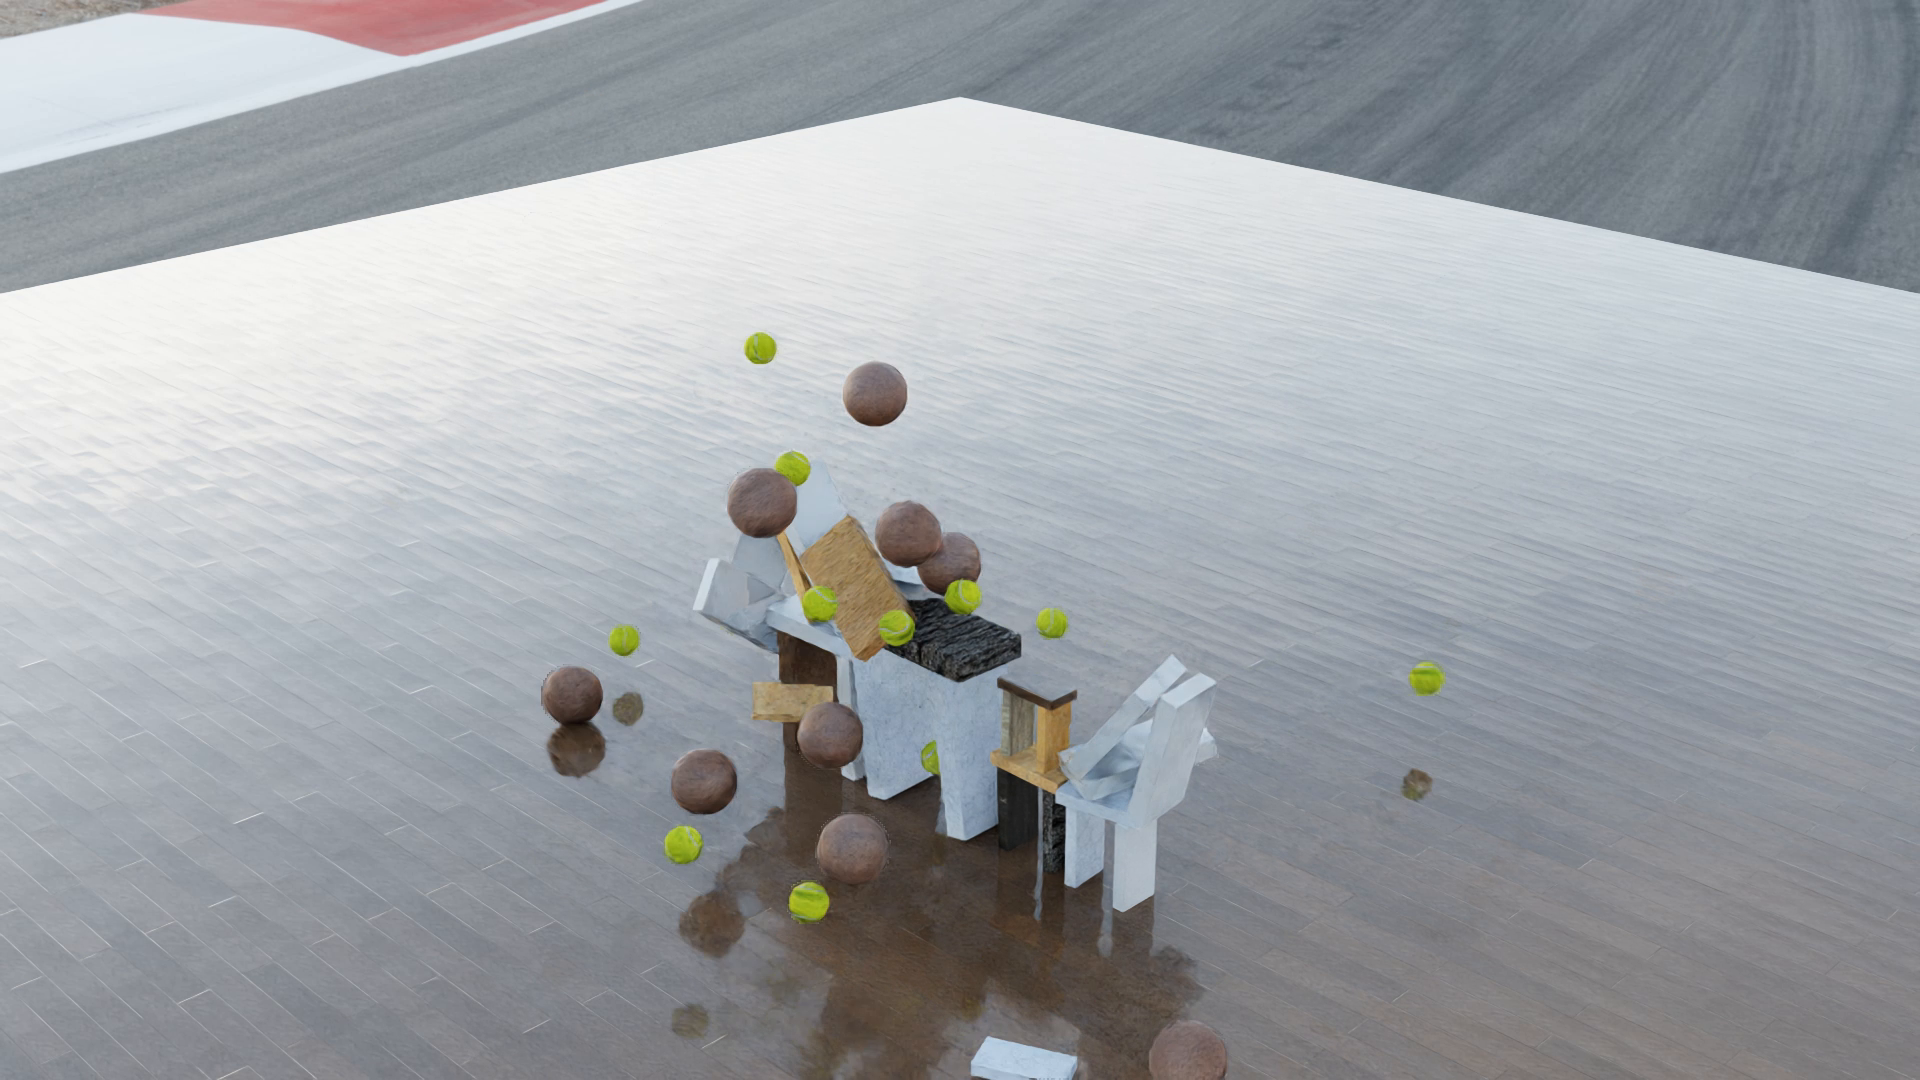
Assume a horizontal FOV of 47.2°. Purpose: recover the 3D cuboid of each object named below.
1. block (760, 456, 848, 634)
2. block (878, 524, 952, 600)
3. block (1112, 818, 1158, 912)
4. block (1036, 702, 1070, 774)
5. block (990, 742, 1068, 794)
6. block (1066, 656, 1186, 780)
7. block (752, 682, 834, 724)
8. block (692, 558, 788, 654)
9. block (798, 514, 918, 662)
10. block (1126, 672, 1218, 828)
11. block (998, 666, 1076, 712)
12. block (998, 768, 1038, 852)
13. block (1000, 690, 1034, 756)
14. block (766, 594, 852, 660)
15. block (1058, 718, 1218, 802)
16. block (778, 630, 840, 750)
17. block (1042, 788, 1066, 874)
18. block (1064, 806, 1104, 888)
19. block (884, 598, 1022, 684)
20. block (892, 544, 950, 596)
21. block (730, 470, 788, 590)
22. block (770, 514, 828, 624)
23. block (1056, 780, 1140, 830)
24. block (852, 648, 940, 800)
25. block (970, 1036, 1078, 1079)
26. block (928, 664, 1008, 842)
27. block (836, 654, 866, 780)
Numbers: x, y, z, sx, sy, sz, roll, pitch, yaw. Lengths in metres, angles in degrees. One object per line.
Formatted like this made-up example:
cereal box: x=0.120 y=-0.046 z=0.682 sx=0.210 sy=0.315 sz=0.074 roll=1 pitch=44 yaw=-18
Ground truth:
block: x=-0.272 y=0.009 z=4.532 sx=0.138 sy=0.348 sz=0.039 roll=-24 pitch=-5 yaw=-38
block: x=-0.096 y=0.045 z=4.576 sx=0.138 sy=0.039 sz=0.275 roll=-3 pitch=26 yaw=-3
block: x=0.328 y=0.598 z=4.119 sx=0.026 sy=0.181 sz=0.090 roll=21 pitch=31 yaw=40
block: x=0.178 y=0.369 z=4.190 sx=0.070 sy=0.140 sz=0.020 roll=-21 pitch=32 yaw=-40
block: x=0.154 y=0.436 z=4.246 sx=0.089 sy=0.025 sz=0.177 roll=-21 pitch=31 yaw=-40
block: x=0.304 y=0.327 z=4.035 sx=0.038 sy=0.269 sz=0.135 roll=44 pitch=46 yaw=7
block: x=-0.336 y=0.328 z=4.424 sx=0.161 sy=0.023 sz=0.081 roll=4 pitch=47 yaw=-8
block: x=-0.451 y=0.141 z=4.648 sx=0.034 sy=0.119 sz=0.238 roll=-3 pitch=-27 yaw=45
block: x=-0.205 y=0.095 z=4.368 sx=0.039 sy=0.138 sz=0.275 roll=34 pitch=19 yaw=-54
block: x=0.384 y=0.382 z=3.997 sx=0.038 sy=0.269 sz=0.135 roll=30 pitch=34 yaw=28
block: x=0.146 y=0.283 z=4.189 sx=0.070 sy=0.020 sz=0.140 roll=-21 pitch=31 yaw=-40
block: x=0.114 y=0.514 z=4.322 sx=0.089 sy=0.177 sz=0.025 roll=-21 pitch=29 yaw=-41
block: x=0.112 y=0.343 z=4.252 sx=0.070 sy=0.140 sz=0.020 roll=-21 pitch=32 yaw=-40
block: x=-0.259 y=0.176 z=4.581 sx=0.277 sy=0.039 sz=0.139 roll=20 pitch=30 yaw=39
block: x=0.335 y=0.405 z=4.160 sx=0.269 sy=0.038 sz=0.135 roll=-18 pitch=27 yaw=-12
block: x=-0.318 y=0.298 z=4.702 sx=0.139 sy=0.277 sz=0.039 roll=-22 pitch=29 yaw=-40
block: x=0.198 y=0.547 z=4.244 sx=0.089 sy=0.177 sz=0.025 roll=-21 pitch=30 yaw=-41
block: x=0.239 y=0.565 z=4.199 sx=0.026 sy=0.181 sz=0.090 roll=18 pitch=29 yaw=36
block: x=-0.060 y=0.183 z=4.383 sx=0.171 sy=0.048 sz=0.341 roll=-20 pitch=30 yaw=-40
block: x=-0.083 y=0.058 z=4.466 sx=0.081 sy=0.023 sz=0.161 roll=10 pitch=29 yaw=15
block: x=-0.398 y=-0.021 z=4.673 sx=0.119 sy=0.238 sz=0.034 roll=21 pitch=27 yaw=-3
block: x=-0.299 y=0.042 z=4.564 sx=0.119 sy=0.238 sz=0.034 roll=-19 pitch=-1 yaw=-37
block: x=0.279 y=0.487 z=4.117 sx=0.181 sy=0.026 sz=0.090 roll=14 pitch=27 yaw=30
block: x=-0.129 y=0.342 z=4.513 sx=0.048 sy=0.341 sz=0.171 roll=11 pitch=24 yaw=42
block: x=0.107 y=0.877 z=3.665 sx=0.161 sy=0.023 sz=0.081 roll=9 pitch=24 yaw=19
block: x=0.033 y=0.405 z=4.364 sx=0.048 sy=0.341 sz=0.171 roll=9 pitch=22 yaw=44
block: x=-0.188 y=0.349 z=4.582 sx=0.039 sy=0.277 sz=0.139 roll=19 pitch=30 yaw=41
